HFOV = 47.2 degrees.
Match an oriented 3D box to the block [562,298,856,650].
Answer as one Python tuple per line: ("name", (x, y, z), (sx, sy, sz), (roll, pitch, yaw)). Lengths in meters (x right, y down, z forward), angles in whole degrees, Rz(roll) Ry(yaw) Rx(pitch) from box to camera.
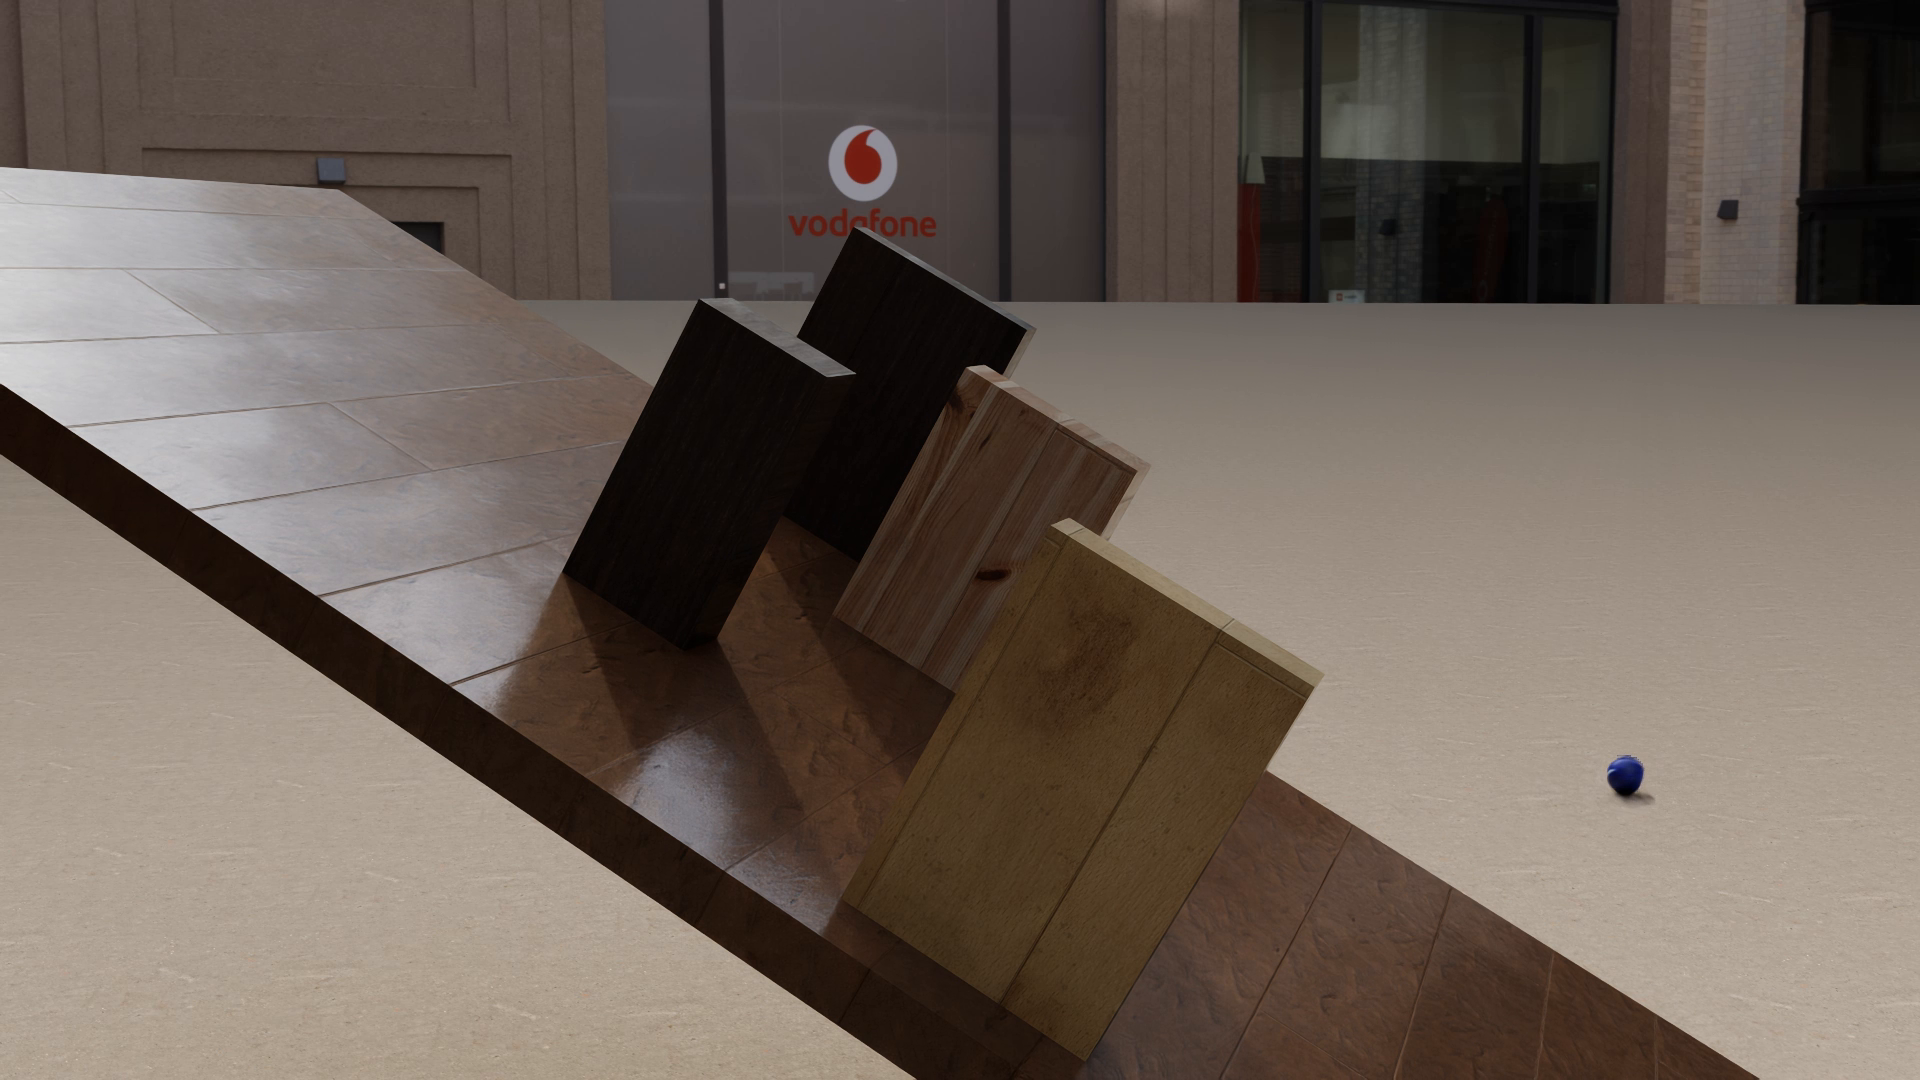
("block", (-0.441, -0.117, 3.854), (0.266, 0.550, 0.144), (32, 15, 11))

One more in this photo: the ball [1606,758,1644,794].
("ball", (2.376, 0.842, 7.853), (0.130, 0.130, 0.130), (0, 7, 0))

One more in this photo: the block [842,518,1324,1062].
("block", (0.170, 0.360, 3.178), (0.429, 0.649, 0.103), (32, 15, 11))

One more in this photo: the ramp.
("ramp", (-0.195, 0.321, 4.133), (4.000, 0.100, 2.000), (32, 15, 11))

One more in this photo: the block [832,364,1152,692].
("block", (0.060, 0.001, 4.358), (0.393, 0.571, 0.128), (32, 15, 11))

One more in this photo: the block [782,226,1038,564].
("block", (-0.180, -0.295, 4.799), (0.445, 0.631, 0.081), (32, 15, 11))
